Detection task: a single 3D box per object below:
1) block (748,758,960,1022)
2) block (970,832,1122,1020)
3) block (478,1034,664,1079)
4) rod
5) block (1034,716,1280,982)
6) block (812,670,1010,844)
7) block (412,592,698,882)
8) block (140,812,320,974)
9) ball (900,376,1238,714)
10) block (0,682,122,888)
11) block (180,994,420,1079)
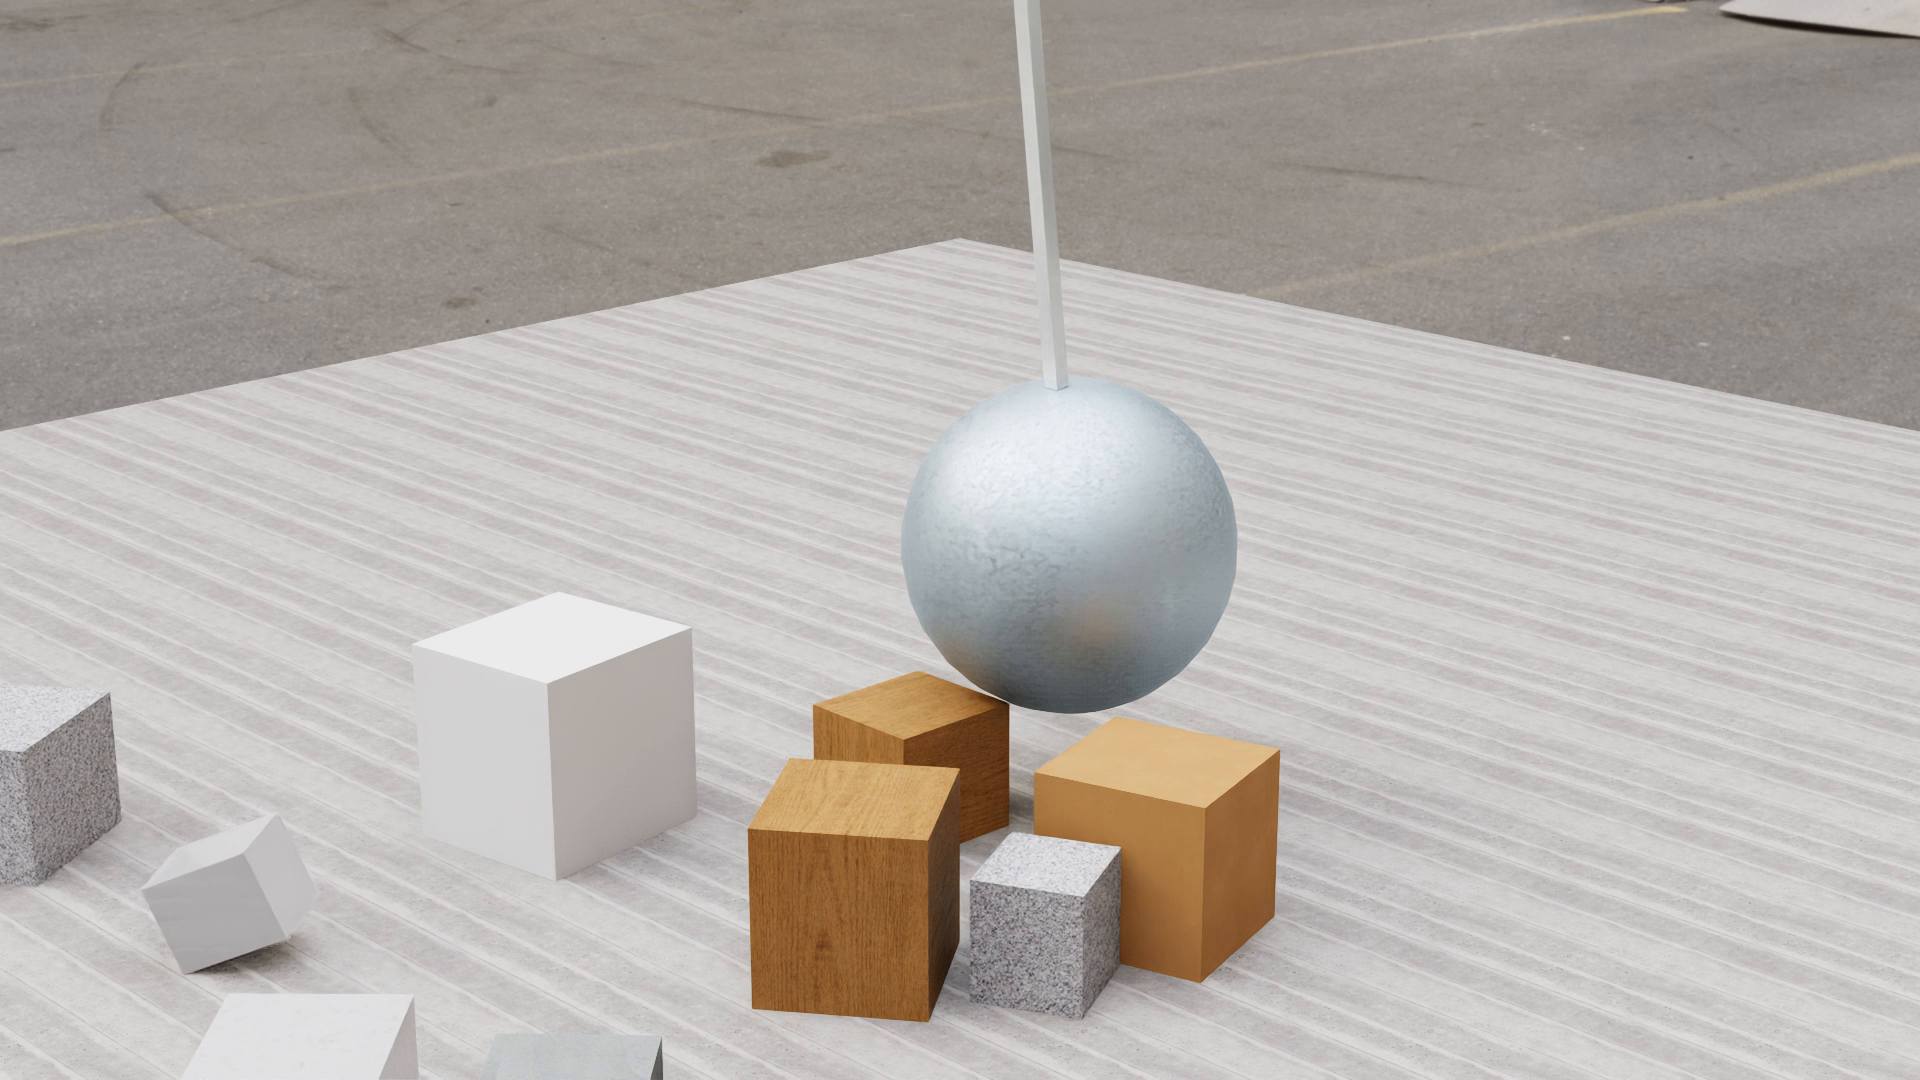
[{"bbox_3d":[-0.432,1.461,12.347,0.744,0.809,0.786,3,18,9],"label":"block"},{"bbox_3d":[0.361,1.611,12.299,0.491,0.552,0.533,6,18,19],"label":"block"},{"bbox_3d":[-1.385,2.166,10.424,0.601,0.617,0.560,0,17,2],"label":"block"},{"bbox_3d":[0.224,-3.108,12.600,0.080,5.200,0.080,17,31,42],"label":"rod"},{"bbox_3d":[0.857,1.332,12.776,0.805,0.798,0.769,10,20,28],"label":"block"},{"bbox_3d":[-0.229,1.069,13.908,0.681,0.622,0.629,-16,24,-41],"label":"block"},{"bbox_3d":[-1.903,0.906,13.858,0.875,0.962,0.962,13,22,35],"label":"block"},{"bbox_3d":[-3.126,1.512,12.575,0.499,0.417,0.449,-20,14,12],"label":"block"},{"bbox_3d":[0.517,0.024,13.891,1.600,1.600,1.600,0,17,0],"label":"ball"},{"bbox_3d":[-4.415,1.126,13.659,0.632,0.661,0.794,4,18,12],"label":"block"},{"bbox_3d":[-2.348,2.096,10.529,0.683,0.686,0.693,0,17,1],"label":"block"}]
